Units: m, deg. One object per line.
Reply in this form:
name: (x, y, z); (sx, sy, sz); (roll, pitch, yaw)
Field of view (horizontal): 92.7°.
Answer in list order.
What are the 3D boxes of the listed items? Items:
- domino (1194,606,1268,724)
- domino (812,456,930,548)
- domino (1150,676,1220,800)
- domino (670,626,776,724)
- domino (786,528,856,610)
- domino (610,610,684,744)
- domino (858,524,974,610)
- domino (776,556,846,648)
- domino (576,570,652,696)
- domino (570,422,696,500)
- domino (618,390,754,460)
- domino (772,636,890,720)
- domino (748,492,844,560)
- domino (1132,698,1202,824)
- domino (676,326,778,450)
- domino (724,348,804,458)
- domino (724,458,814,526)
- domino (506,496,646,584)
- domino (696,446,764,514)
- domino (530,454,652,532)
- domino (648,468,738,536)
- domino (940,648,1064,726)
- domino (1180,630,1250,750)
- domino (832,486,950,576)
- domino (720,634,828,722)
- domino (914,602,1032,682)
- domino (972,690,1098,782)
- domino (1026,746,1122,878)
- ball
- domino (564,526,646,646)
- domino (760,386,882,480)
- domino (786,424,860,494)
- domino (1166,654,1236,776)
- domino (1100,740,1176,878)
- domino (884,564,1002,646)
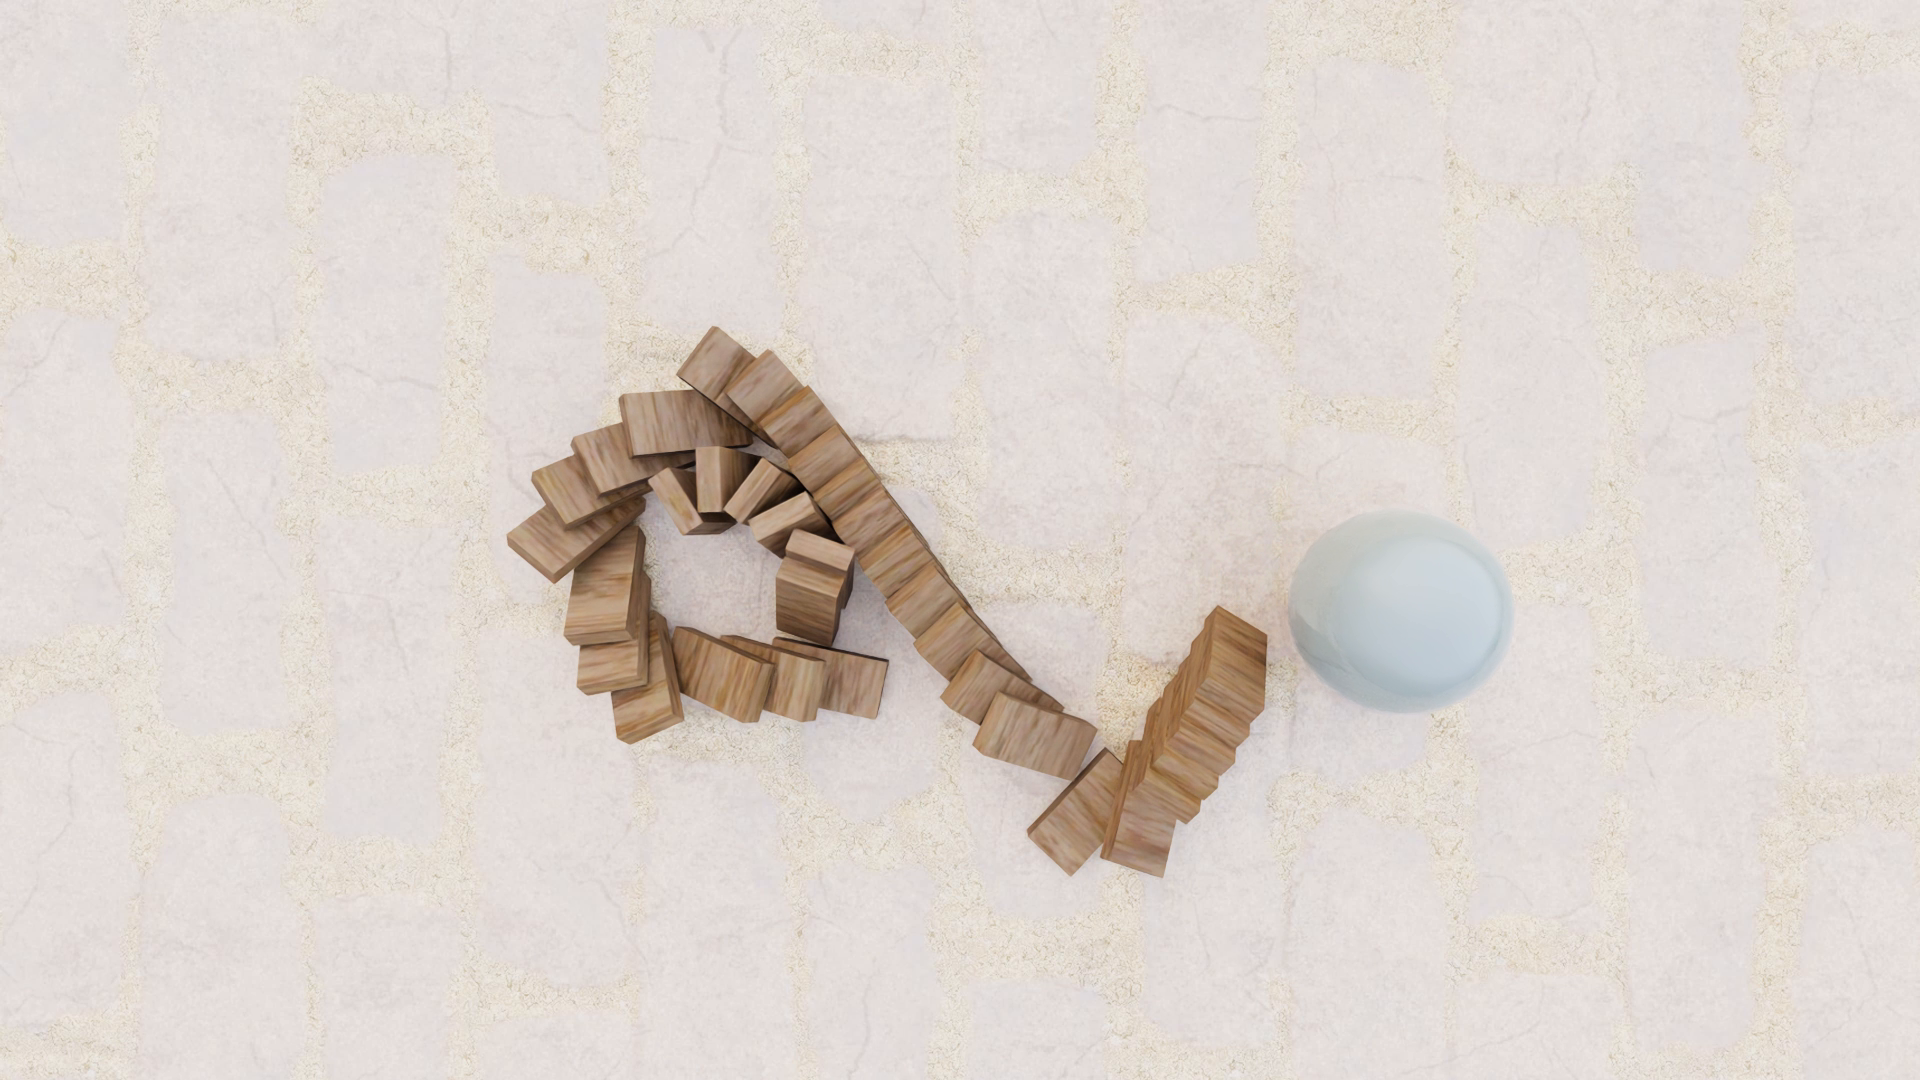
domino: (0.112, 0.050, 0.377); (0.025, 0.050, 0.010); (31, 125, 0)
domino: (-0.036, -0.008, 0.382); (0.025, 0.010, 0.050); (-37, 125, 0)
domino: (0.094, 0.080, 0.377); (0.025, 0.050, 0.009); (31, 125, 0)
domino: (-0.102, 0.056, 0.384); (0.050, 0.009, 0.025); (17, 90, 29)
domino: (-0.057, 0.013, 0.375); (0.025, 0.050, 0.009); (20, 67, 0)
domino: (-0.132, 0.057, 0.382); (0.025, 0.009, 0.050); (-24, 58, 3)
domino: (-0.018, 0.019, 0.382); (0.025, 0.010, 0.050); (-37, 125, 0)
domino: (-0.062, 0.026, 0.376); (0.025, 0.050, 0.009); (19, 59, 0)
domino: (-0.144, 0.038, 0.382); (0.025, 0.009, 0.050); (-11, 57, 2)
domino: (-0.132, -0.038, 0.382); (0.050, 0.009, 0.025); (-26, 89, -33)
domino: (-0.114, -0.049, 0.383); (0.050, 0.010, 0.025); (-10, 90, -32)
domino: (-0.058, 0.059, 0.395); (0.050, 0.010, 0.025); (12, 90, 0)
domino: (-0.065, -0.003, 0.375); (0.025, 0.050, 0.010); (-27, 74, 0)
domino: (0.087, 0.090, 0.377); (0.025, 0.050, 0.010); (31, 125, 0)
domino: (-0.089, -0.063, 0.382); (0.050, 0.010, 0.025); (39, 83, -32)
domino: (-0.071, -0.052, 0.382); (0.025, 0.009, 0.050); (-44, 122, -5)
domino: (-0.076, -0.016, 0.375); (0.009, 0.050, 0.025); (38, 90, 10)
domino: (-0.159, -0.007, 0.381); (0.025, 0.010, 0.050); (39, 54, 3)
domino: (-0.093, -0.023, 0.375); (0.009, 0.050, 0.025); (-2, 90, 8)
domino: (-0.148, -0.026, 0.382); (0.050, 0.010, 0.025); (-32, 88, -34)
domino: (-0.108, -0.015, 0.375); (0.009, 0.050, 0.025); (-32, 90, 2)
domino: (0.018, 0.068, 0.383); (0.050, 0.009, 0.025); (36, 90, -31)
domino: (0.106, 0.060, 0.377); (0.025, 0.050, 0.009); (31, 125, 0)
domino: (-0.028, 0.004, 0.380); (0.025, 0.010, 0.050); (-37, 125, 0)
domino: (-0.081, 0.057, 0.384); (0.050, 0.010, 0.025); (11, 89, 28)
domino: (0.006, 0.051, 0.383); (0.025, 0.010, 0.050); (-43, 122, 0)
domino: (0.032, 0.082, 0.383); (0.050, 0.009, 0.025); (24, 93, -31)
domino: (0.055, 0.117, 0.395); (0.025, 0.009, 0.050); (43, 90, 0)
ball: (0.171, 0.028, 0.360); (0.080, 0.080, 0.080); (0, 90, 0)
domino: (-0.148, 0.018, 0.382); (0.025, 0.010, 0.050); (-6, 57, 0)
domino: (-0.057, -0.037, 0.382); (0.025, 0.009, 0.050); (-38, 122, -3)
domino: (-0.046, -0.021, 0.382); (0.025, 0.009, 0.050); (-37, 125, 0)
domino: (0.101, 0.070, 0.377); (0.025, 0.050, 0.009); (31, 125, 0)
domino: (0.078, 0.112, 0.383); (0.025, 0.009, 0.050); (22, 73, -12)
domino: (-0.006, 0.035, 0.382); (0.025, 0.009, 0.050); (-40, 123, 0)
